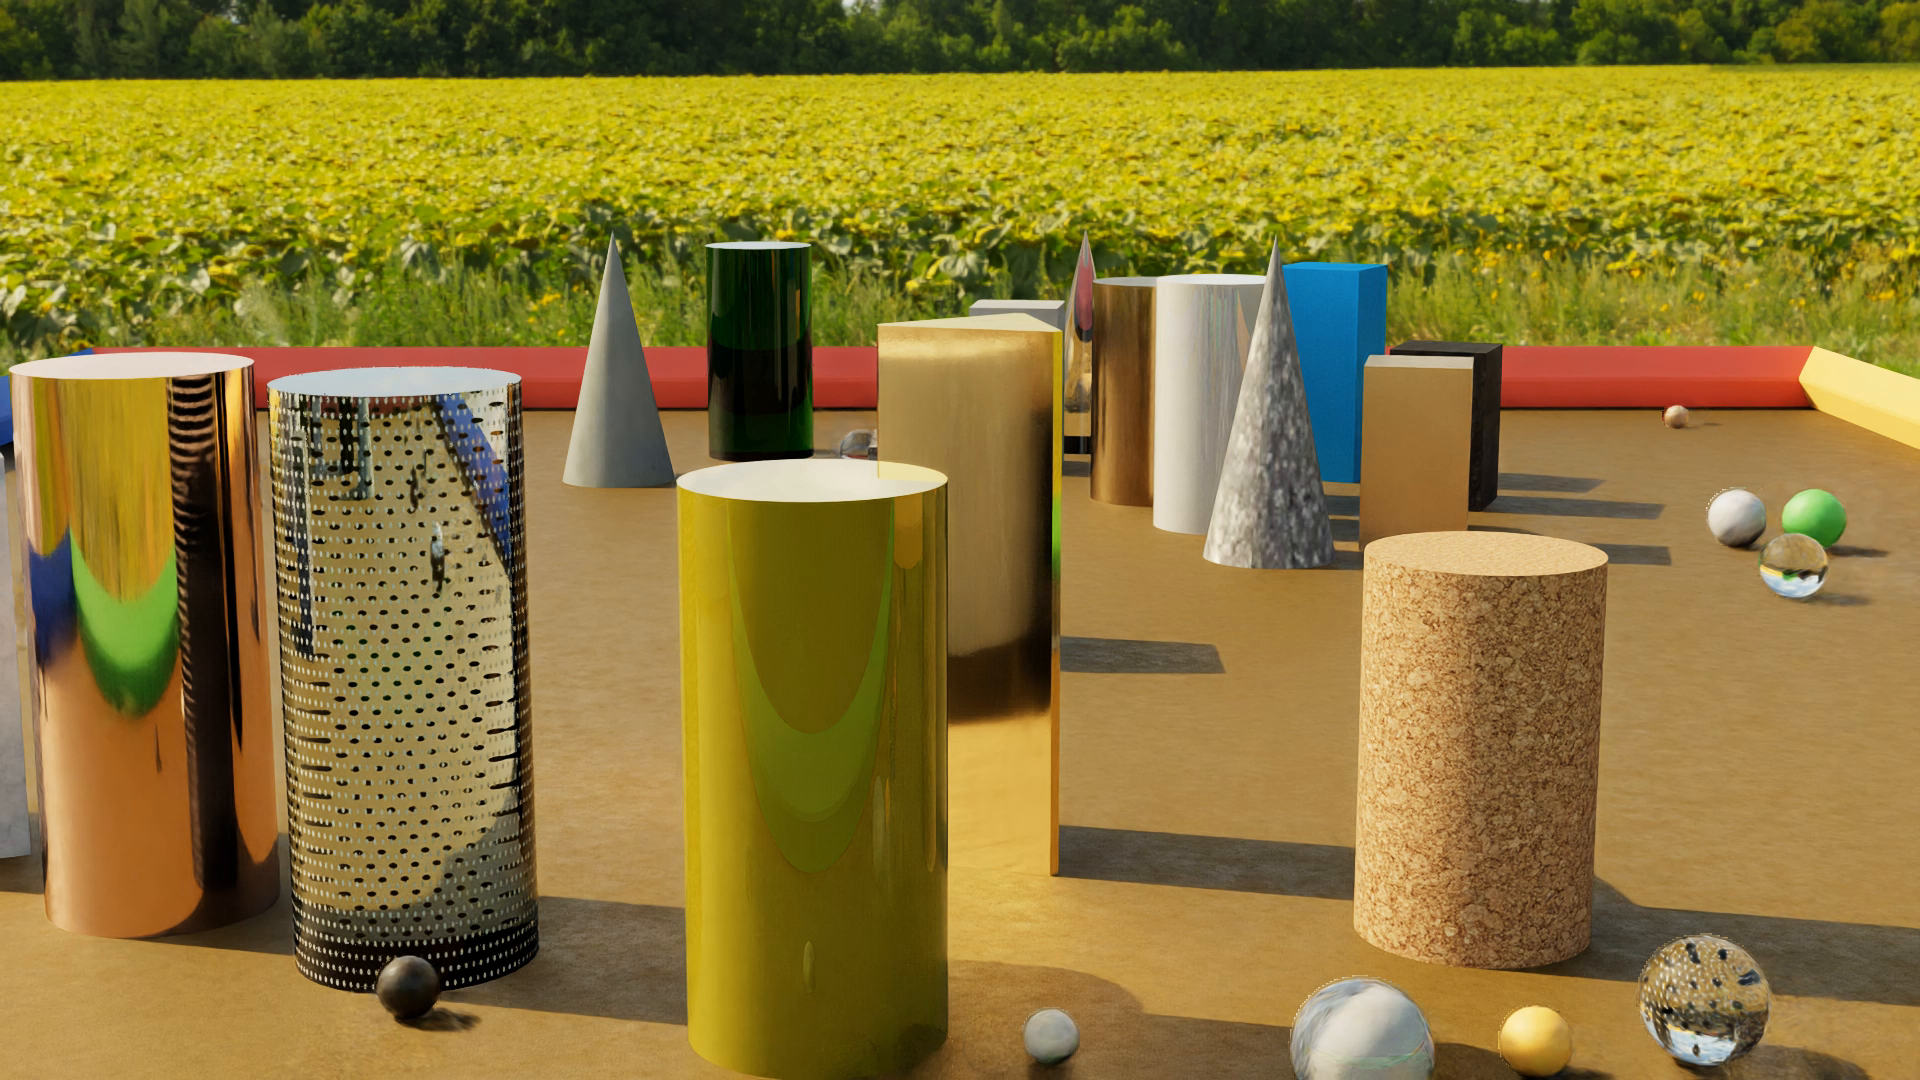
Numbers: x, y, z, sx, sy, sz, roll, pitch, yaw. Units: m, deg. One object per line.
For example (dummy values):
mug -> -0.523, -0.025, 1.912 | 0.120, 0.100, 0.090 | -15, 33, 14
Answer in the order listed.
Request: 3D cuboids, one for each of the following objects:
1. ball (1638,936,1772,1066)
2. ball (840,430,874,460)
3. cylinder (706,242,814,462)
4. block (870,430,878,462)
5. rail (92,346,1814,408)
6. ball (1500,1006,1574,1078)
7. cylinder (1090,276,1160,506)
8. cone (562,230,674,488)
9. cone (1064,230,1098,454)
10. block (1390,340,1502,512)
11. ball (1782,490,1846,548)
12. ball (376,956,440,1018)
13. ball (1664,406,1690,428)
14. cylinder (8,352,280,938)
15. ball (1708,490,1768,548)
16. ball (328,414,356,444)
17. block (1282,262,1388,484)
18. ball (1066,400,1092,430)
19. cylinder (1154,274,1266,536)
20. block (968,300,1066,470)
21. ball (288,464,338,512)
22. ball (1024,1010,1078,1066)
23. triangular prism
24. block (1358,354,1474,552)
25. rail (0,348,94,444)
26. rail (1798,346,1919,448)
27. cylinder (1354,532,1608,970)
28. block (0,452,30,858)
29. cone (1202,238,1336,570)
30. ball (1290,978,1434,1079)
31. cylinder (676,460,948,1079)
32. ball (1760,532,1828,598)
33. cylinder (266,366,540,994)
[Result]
ball -> 0.549, 0.340, 1.893 | 0.094, 0.094, 0.094 | 0, 10, 0
ball -> -0.177, -0.160, 4.636 | 0.080, 0.080, 0.080 | 0, 10, 0
cylinder -> -0.377, -0.356, 4.828 | 0.199, 0.395, 0.199 | 0, 10, 0
block -> -0.031, 0.003, 3.238 | 0.159, 0.267, 0.159 | 0, 10, 1
rail -> -0.012, -0.347, 5.505 | 3.709, 0.129, 0.045 | 0, 10, 0
ball -> 0.420, 0.366, 1.869 | 0.052, 0.052, 0.052 | 0, 10, 0
cylinder -> 0.322, -0.255, 4.353 | 0.199, 0.368, 0.199 | 0, 10, 0
cone -> -0.609, -0.327, 4.538 | 0.199, 0.443, 0.199 | 0, 10, 0
cone -> 0.240, -0.388, 4.927 | 0.199, 0.421, 0.199 | 0, 10, 0
block -> 0.815, -0.194, 4.315 | 0.159, 0.263, 0.159 | 4, 11, 21
ball -> 1.298, -0.031, 3.900 | 0.093, 0.093, 0.093 | 0, 10, 0
ball -> -0.427, 0.346, 1.986 | 0.048, 0.048, 0.048 | 0, 10, 0
ball -> 1.455, -0.250, 5.207 | 0.048, 0.048, 0.048 | 0, 10, 0
cylinder -> -0.702, 0.085, 2.223 | 0.199, 0.475, 0.199 | 0, 10, 0
ball -> 1.190, -0.033, 3.926 | 0.088, 0.088, 0.088 | 0, 10, 0
ball -> -1.206, -0.217, 5.009 | 0.055, 0.055, 0.055 | 0, 10, 0
block -> 0.660, -0.303, 4.601 | 0.159, 0.374, 0.159 | 5, 12, 27
ball -> 0.243, -0.252, 5.181 | 0.061, 0.061, 0.061 | 0, 10, 0
cylinder -> 0.410, -0.219, 4.089 | 0.199, 0.394, 0.199 | 0, 10, 0
block -> 0.105, -0.282, 4.693 | 0.159, 0.299, 0.159 | 1, 11, 7
ball -> -1.066, -0.085, 4.231 | 0.080, 0.080, 0.080 | 0, 10, 0
ball -> 0.067, 0.367, 1.894 | 0.040, 0.040, 0.040 | 0, 10, 0
triangular prism -> 0.031, 0.043, 2.390 | 0.172, 0.496, 0.149 | 4, 11, 20
block -> 0.699, -0.132, 3.926 | 0.159, 0.283, 0.159 | 2, 11, 12
rail -> -1.831, 0.035, 3.438 | 0.045, 0.129, 4.230 | 0, 10, 0
rail -> 1.831, 0.031, 3.459 | 0.045, 0.129, 4.230 | 0, 10, 0
cylinder -> 0.437, 0.171, 2.163 | 0.199, 0.327, 0.199 | 0, 10, 0
block -> -0.974, 0.102, 2.403 | 0.159, 0.376, 0.159 | -5, 12, -25
cone -> 0.465, -0.213, 3.811 | 0.199, 0.483, 0.199 | 0, 10, 0
ball -> 0.281, 0.356, 1.791 | 0.099, 0.099, 0.099 | 0, 10, 0
cylinder -> -0.108, 0.165, 1.923 | 0.199, 0.427, 0.199 | 0, 10, 0
ball -> 1.154, 0.035, 3.549 | 0.090, 0.090, 0.090 | 0, 10, 0
cylinder -> -0.451, 0.108, 2.091 | 0.199, 0.478, 0.199 | 0, 10, 0
